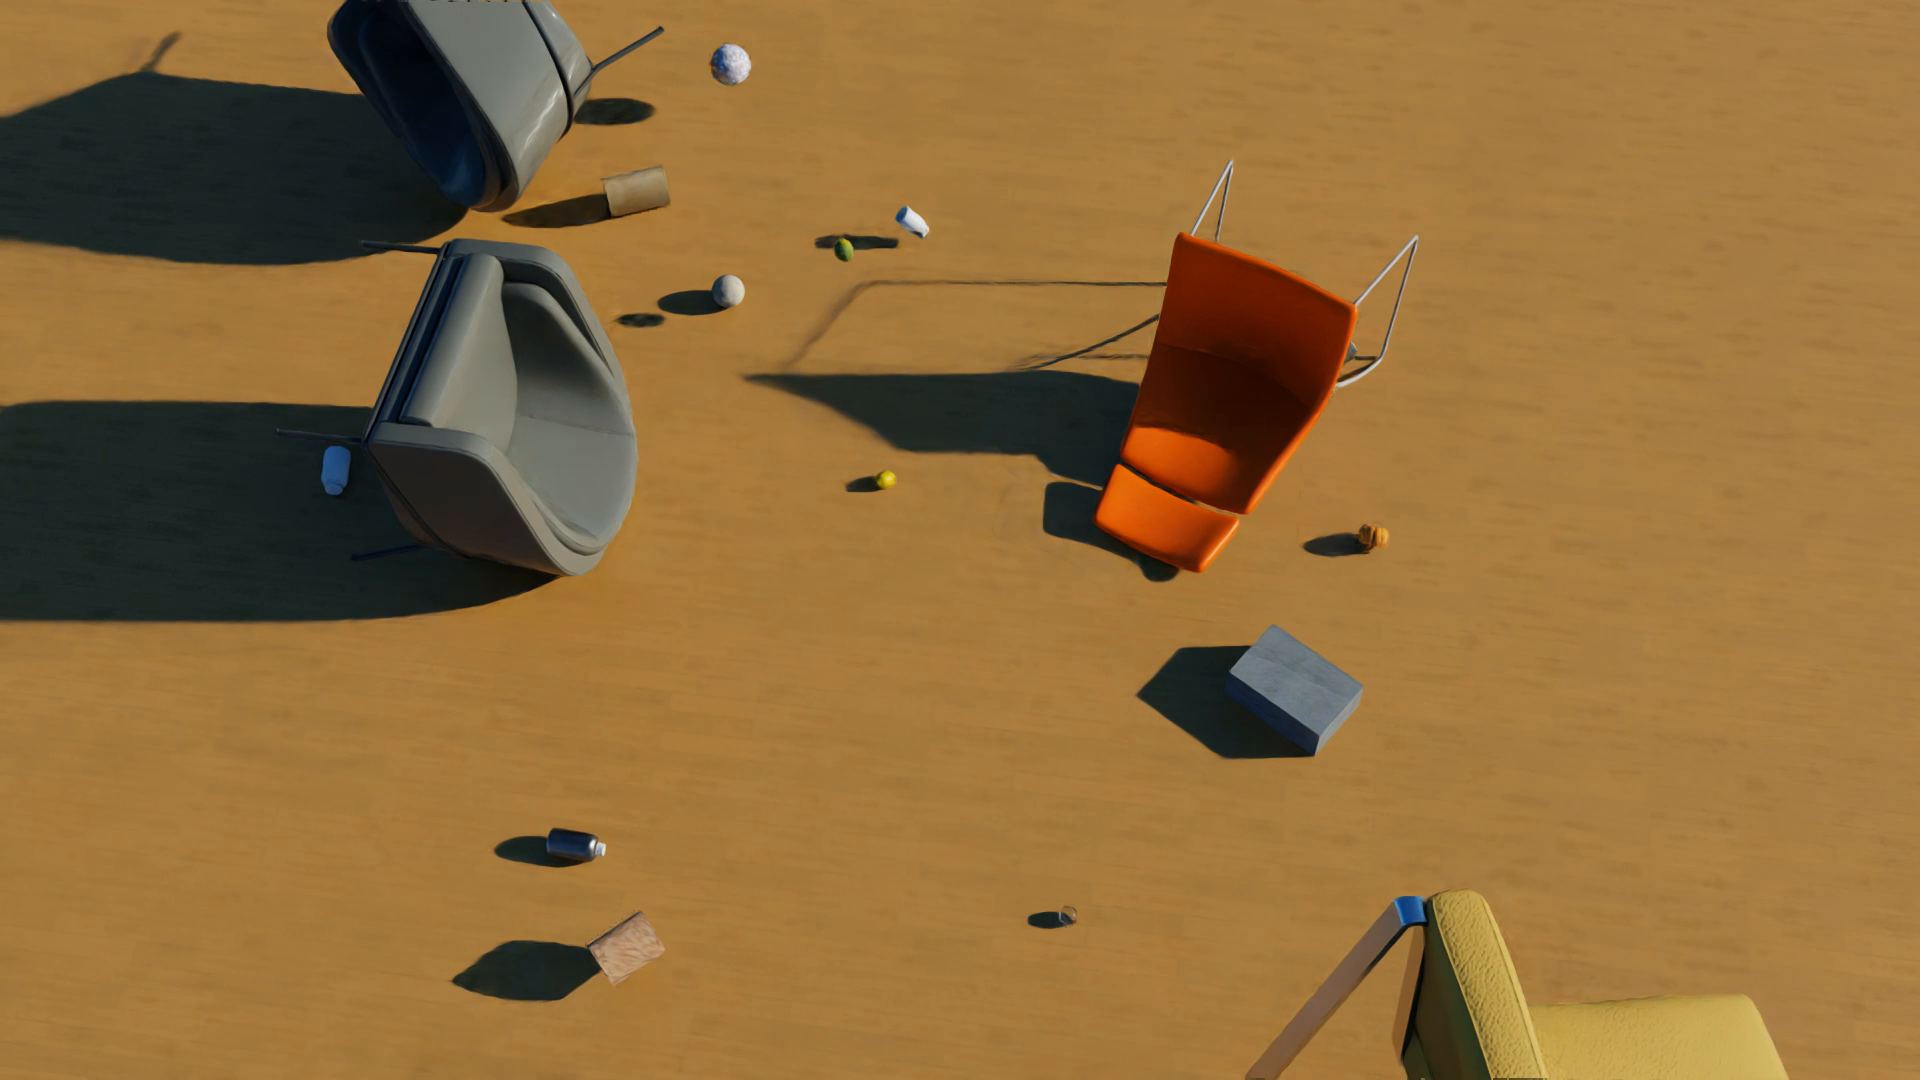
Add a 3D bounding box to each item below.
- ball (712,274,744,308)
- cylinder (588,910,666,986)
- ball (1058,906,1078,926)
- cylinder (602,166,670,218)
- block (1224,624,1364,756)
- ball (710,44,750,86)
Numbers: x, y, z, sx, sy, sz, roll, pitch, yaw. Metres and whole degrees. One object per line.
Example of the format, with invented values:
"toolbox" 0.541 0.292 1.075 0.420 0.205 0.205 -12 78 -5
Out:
"ball" -0.743 -0.797 7.045 0.106 0.106 0.106 0 56 0
"cylinder" -0.865 1.060 5.709 0.163 0.142 0.081 -33 28 -14
"ball" 0.289 1.003 5.871 0.050 0.050 0.050 0 56 0
"cylinder" -1.066 -1.148 7.242 0.201 0.170 0.098 -15 64 -10
"block" 0.943 0.422 6.218 0.315 0.121 0.212 36 63 21
"ball" -0.773 -1.598 7.400 0.137 0.137 0.137 0 56 0
